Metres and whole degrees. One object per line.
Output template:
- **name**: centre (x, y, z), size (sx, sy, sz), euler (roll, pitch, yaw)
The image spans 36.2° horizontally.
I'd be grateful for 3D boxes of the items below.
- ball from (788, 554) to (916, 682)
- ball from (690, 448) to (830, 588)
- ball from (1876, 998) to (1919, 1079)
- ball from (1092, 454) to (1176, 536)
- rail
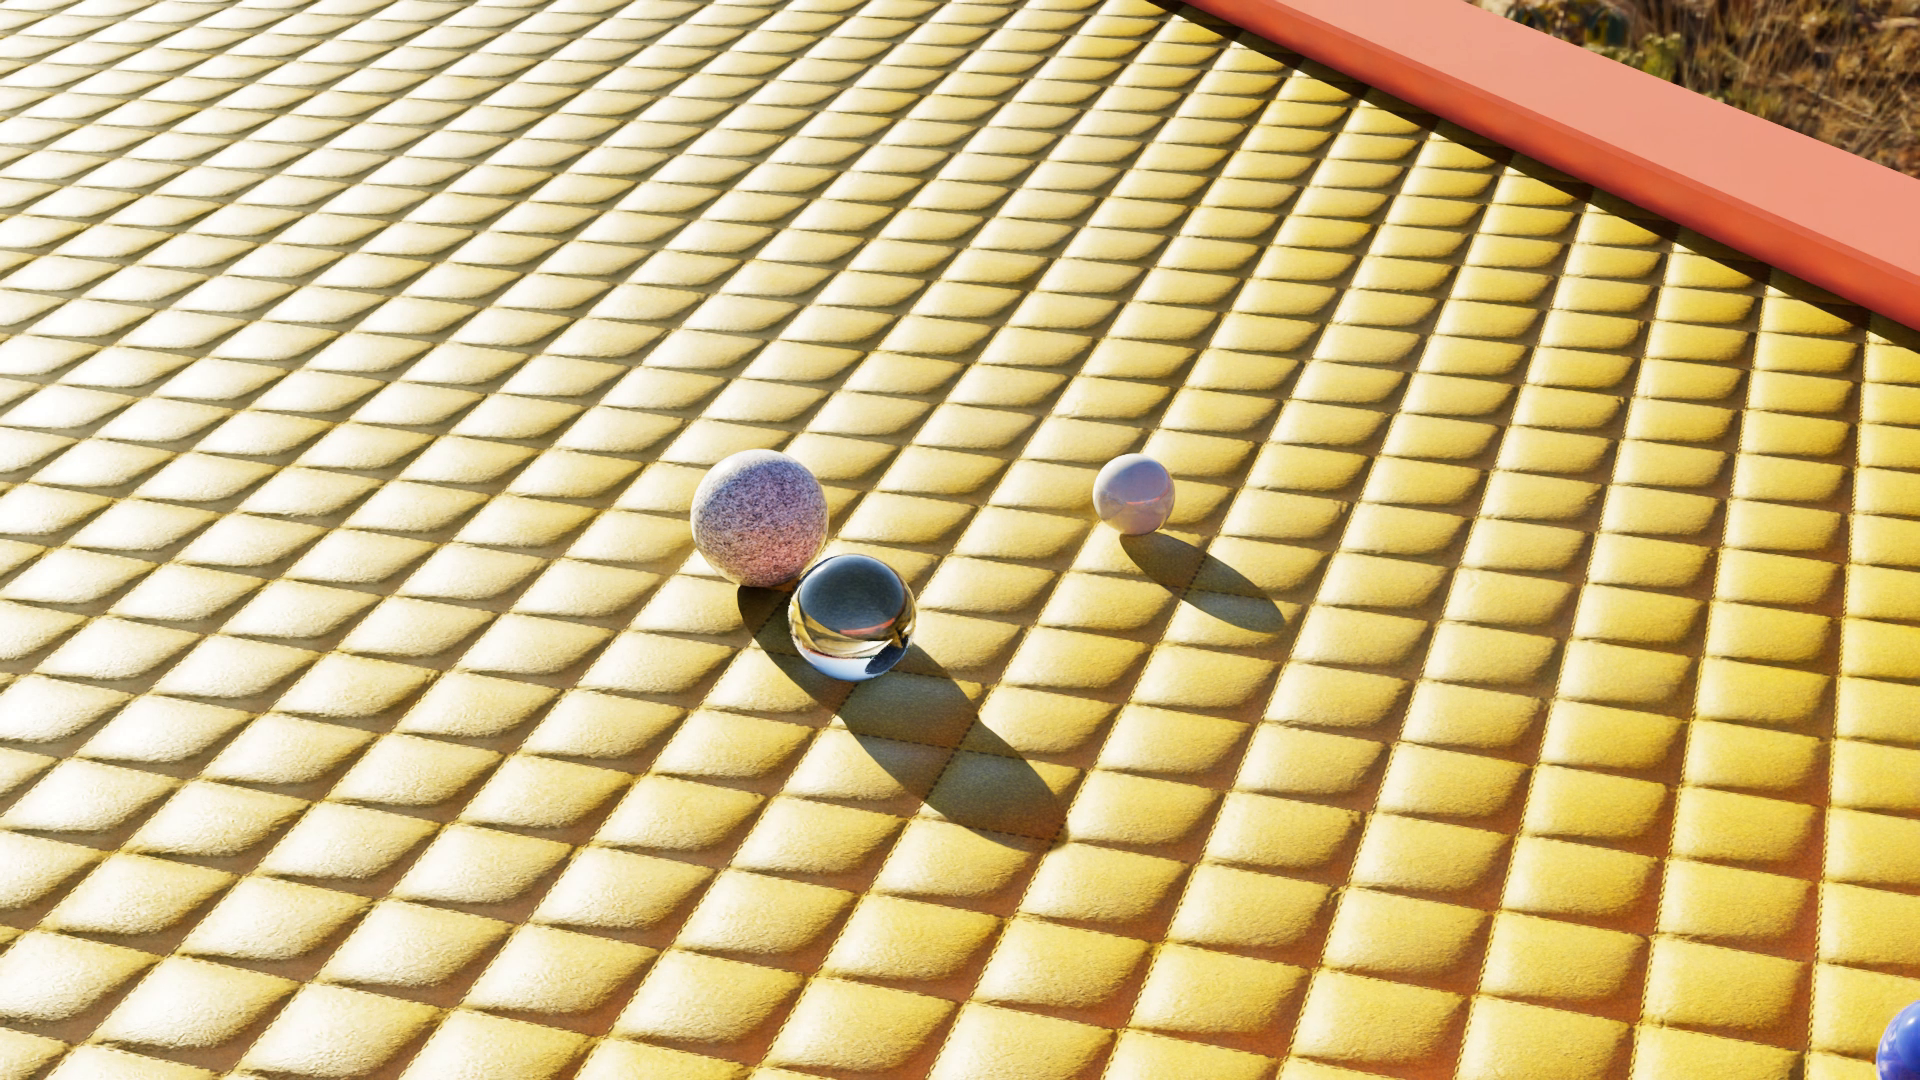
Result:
- **ball**: centre (-0.071, 0.051, 1.933), size (0.085, 0.085, 0.085), euler (0, 26, 0)
- **ball**: centre (-0.140, -0.015, 2.057), size (0.097, 0.097, 0.097), euler (0, 26, 0)
- **ball**: centre (0.504, 0.268, 1.489), size (0.077, 0.077, 0.077), euler (0, 26, 0)
- **ball**: centre (0.126, -0.033, 2.136), size (0.060, 0.060, 0.060), euler (0, 26, 0)
- **rail**: centre (0.417, -0.544, 3.123), size (0.045, 0.126, 3.488), euler (-13, 28, -25)
